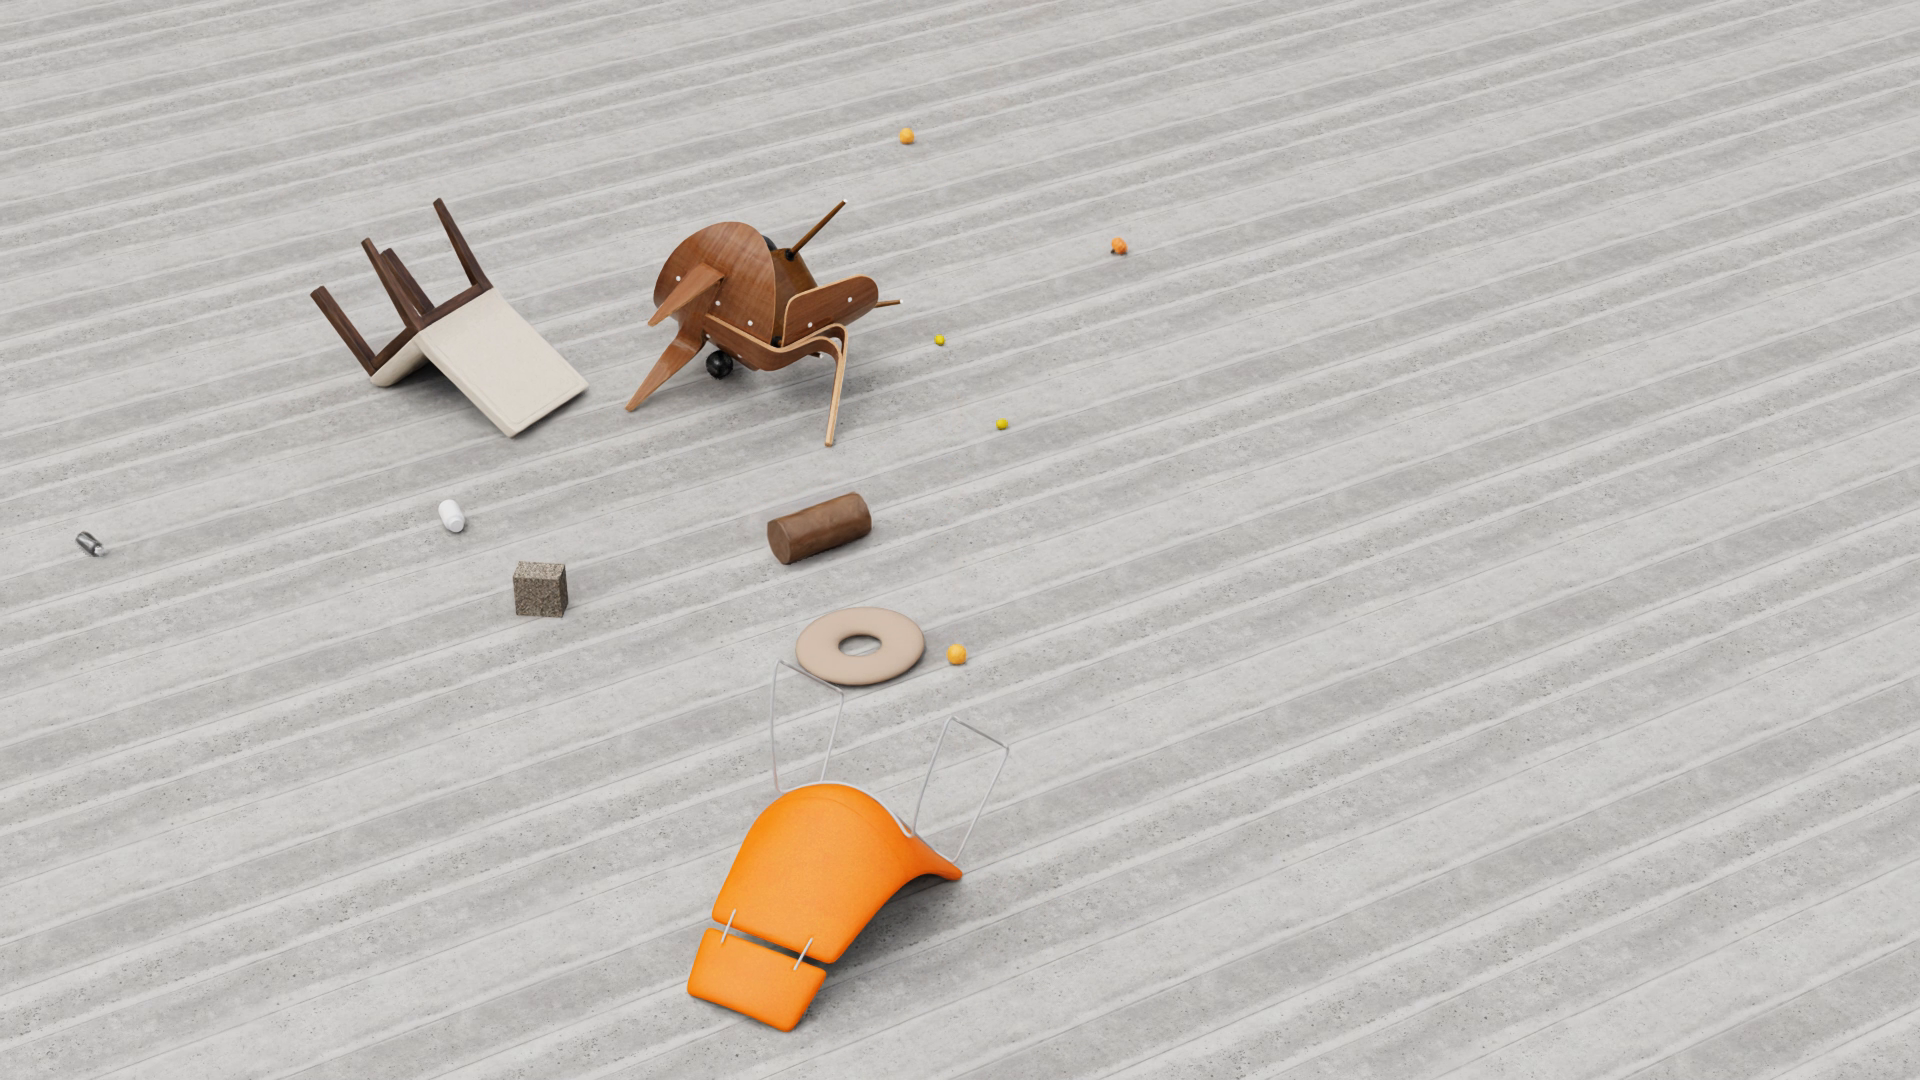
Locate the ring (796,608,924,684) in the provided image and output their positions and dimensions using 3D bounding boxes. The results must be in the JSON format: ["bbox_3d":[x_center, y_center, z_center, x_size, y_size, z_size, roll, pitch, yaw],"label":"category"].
[{"bbox_3d":[-0.352,0.371,10.323,0.466,0.066,0.436,-23,40,-30],"label":"ring"}]

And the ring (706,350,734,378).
[{"bbox_3d":[-0.979,-0.715,11.936,0.102,0.111,0.082,28,22,-53],"label":"ring"}]

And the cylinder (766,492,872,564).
[{"bbox_3d":[-0.522,-0.047,10.864,0.352,0.167,0.170,-20,50,-28],"label":"cylinder"}]

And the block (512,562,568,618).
[{"bbox_3d":[-1.505,0.178,10.524,0.168,0.166,0.101,4,34,5],"label":"block"}]
